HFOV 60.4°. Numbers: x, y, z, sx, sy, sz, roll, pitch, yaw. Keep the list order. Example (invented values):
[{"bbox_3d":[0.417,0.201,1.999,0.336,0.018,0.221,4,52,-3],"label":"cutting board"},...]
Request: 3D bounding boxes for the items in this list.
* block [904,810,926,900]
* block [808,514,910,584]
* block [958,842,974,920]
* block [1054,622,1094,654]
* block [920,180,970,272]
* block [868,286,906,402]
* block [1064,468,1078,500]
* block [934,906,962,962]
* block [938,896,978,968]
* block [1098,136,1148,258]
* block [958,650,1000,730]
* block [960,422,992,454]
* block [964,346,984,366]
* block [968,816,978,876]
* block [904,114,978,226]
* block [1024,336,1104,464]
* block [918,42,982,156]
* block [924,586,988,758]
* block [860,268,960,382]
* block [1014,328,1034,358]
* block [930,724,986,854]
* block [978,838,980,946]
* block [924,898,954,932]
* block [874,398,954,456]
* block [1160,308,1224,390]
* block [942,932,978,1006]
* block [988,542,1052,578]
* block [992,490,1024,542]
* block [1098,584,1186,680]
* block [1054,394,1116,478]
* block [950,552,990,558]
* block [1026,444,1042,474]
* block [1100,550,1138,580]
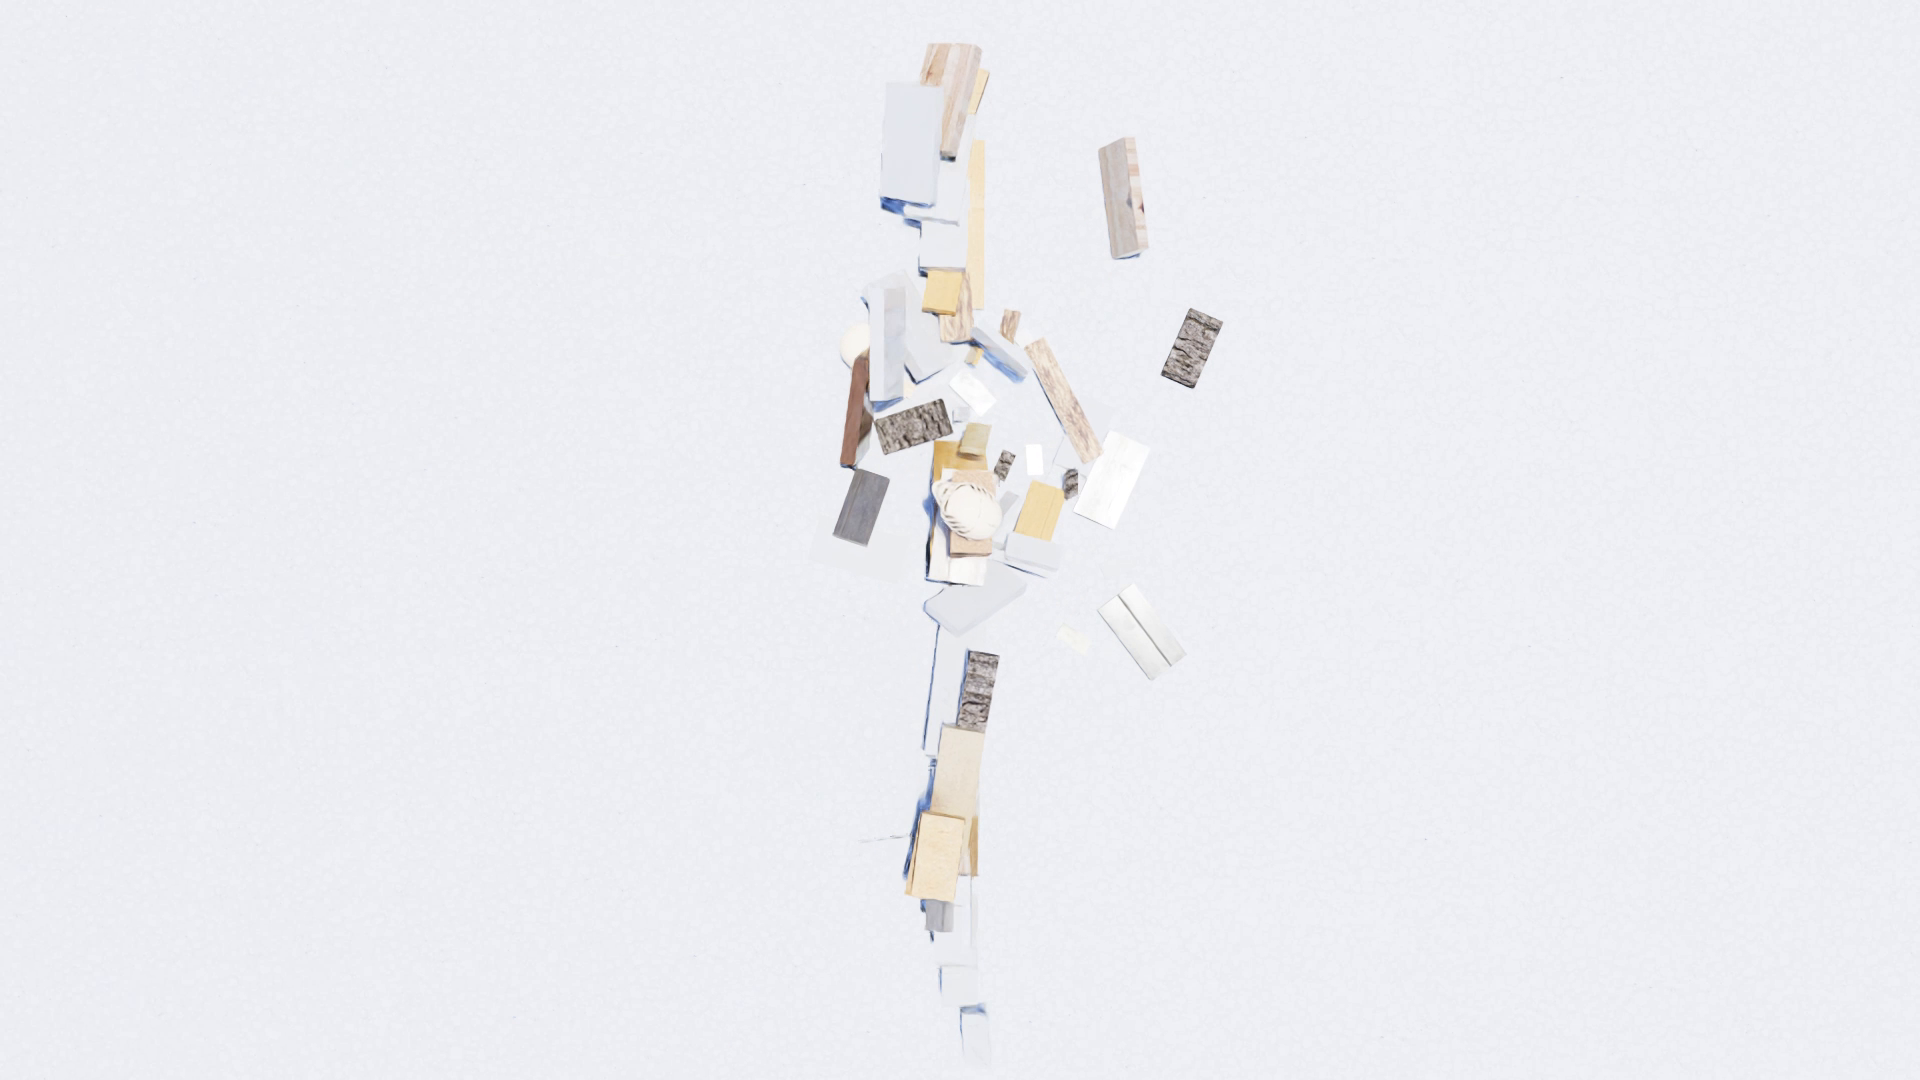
[{"bbox_3d":[-0.083,1.004,5.226,0.133,0.038,0.266,12,87,6],"label":"block"},{"bbox_3d":[-0.336,0.031,5.478,0.305,0.043,0.153,16,90,0],"label":"block"},{"bbox_3d":[-0.007,1.073,5.283,0.085,0.024,0.298,-4,100,4],"label":"block"},{"bbox_3d":[0.379,0.329,5.492,0.116,0.016,0.058,31,90,0],"label":"block"},{"bbox_3d":[-0.049,-1.031,5.404,0.152,0.043,0.304,2,78,2],"label":"block"},{"bbox_3d":[-0.231,-0.628,5.264,0.050,0.176,0.351,5,102,20],"label":"block"},{"bbox_3d":[0.365,-0.186,5.439,0.049,0.014,0.098,-27,130,-31],"label":"block"},{"bbox_3d":[-0.038,1.248,5.230,0.088,0.025,0.176,1,92,2],"label":"block"},{"bbox_3d":[-0.003,1.266,5.350,0.116,0.033,0.232,4,59,1],"label":"block"},{"bbox_3d":[0.538,-1.124,5.426,0.042,0.148,0.368,-7,90,-30],"label":"block"},{"bbox_3d":[0.030,0.617,5.136,0.091,0.026,0.555,10,102,0],"label":"block"},{"bbox_3d":[0.052,-0.321,5.202,0.078,0.156,0.022,6,123,6],"label":"block"},{"bbox_3d":[0.045,-0.608,5.442,0.016,0.113,0.056,23,94,-17],"label":"block"},{"bbox_3d":[-0.008,0.995,5.358,0.134,0.038,0.267,1,132,0],"label":"block"},{"bbox_3d":[-0.063,-1.217,5.376,0.180,0.051,0.359,9,85,4],"label":"block"},{"bbox_3d":[0.343,-0.461,5.453,0.078,0.022,0.439,-27,85,-2],"label":"block"},{"bbox_3d":[-0.057,-1.418,5.306,0.180,0.051,0.359,11,84,29],"label":"block"},{"bbox_3d":[-0.005,0.427,5.292,0.153,0.043,0.564,6,68,1],"label":"block"},{"bbox_3d":[-0.163,-0.708,5.424,0.176,0.050,0.351,-32,90,-41],"label":"block"},{"bbox_3d":[0.229,-0.647,5.492,0.056,0.016,0.113,-36,90,-1],"label":"block"},{"bbox_3d":[-0.015,0.776,5.138,0.133,0.038,0.399,9,102,3],"label":"block"},{"bbox_3d":[-0.002,1.072,5.481,0.134,0.038,0.551,0,90,0],"label":"block"},{"bbox_3d":[-0.062,1.140,5.183,0.088,0.025,0.176,3,86,5],"label":"block"},{"bbox_3d":[-0.155,-0.376,5.472,0.241,0.034,0.121,-18,90,5],"label":"block"},{"bbox_3d":[0.771,-0.637,5.483,0.121,0.034,0.241,24,90,0],"label":"block"},{"bbox_3d":[-0.001,1.393,5.361,0.116,0.033,0.232,0,66,1],"label":"block"},{"bbox_3d":[0.189,0.060,5.437,0.245,0.122,0.035,19,101,0],"label":"block"},{"bbox_3d":[0.131,-0.079,5.454,0.026,0.091,0.182,38,90,-28],"label":"block"},{"bbox_3d":[0.605,0.305,5.479,0.148,0.042,0.295,-37,90,0],"label":"block"},{"bbox_3d":[0.412,-0.344,5.472,0.122,0.035,0.245,22,85,1],"label":"block"},{"bbox_3d":[0.031,0.016,4.991,0.121,0.241,0.034,-1,80,0],"label":"block"},{"bbox_3d":[0.248,-0.268,5.493,0.049,0.014,0.098,-3,90,0],"label":"block"},{"bbox_3d":[0.528,0.083,5.492,0.116,0.016,0.058,-25,90,0],"label":"block"}]
